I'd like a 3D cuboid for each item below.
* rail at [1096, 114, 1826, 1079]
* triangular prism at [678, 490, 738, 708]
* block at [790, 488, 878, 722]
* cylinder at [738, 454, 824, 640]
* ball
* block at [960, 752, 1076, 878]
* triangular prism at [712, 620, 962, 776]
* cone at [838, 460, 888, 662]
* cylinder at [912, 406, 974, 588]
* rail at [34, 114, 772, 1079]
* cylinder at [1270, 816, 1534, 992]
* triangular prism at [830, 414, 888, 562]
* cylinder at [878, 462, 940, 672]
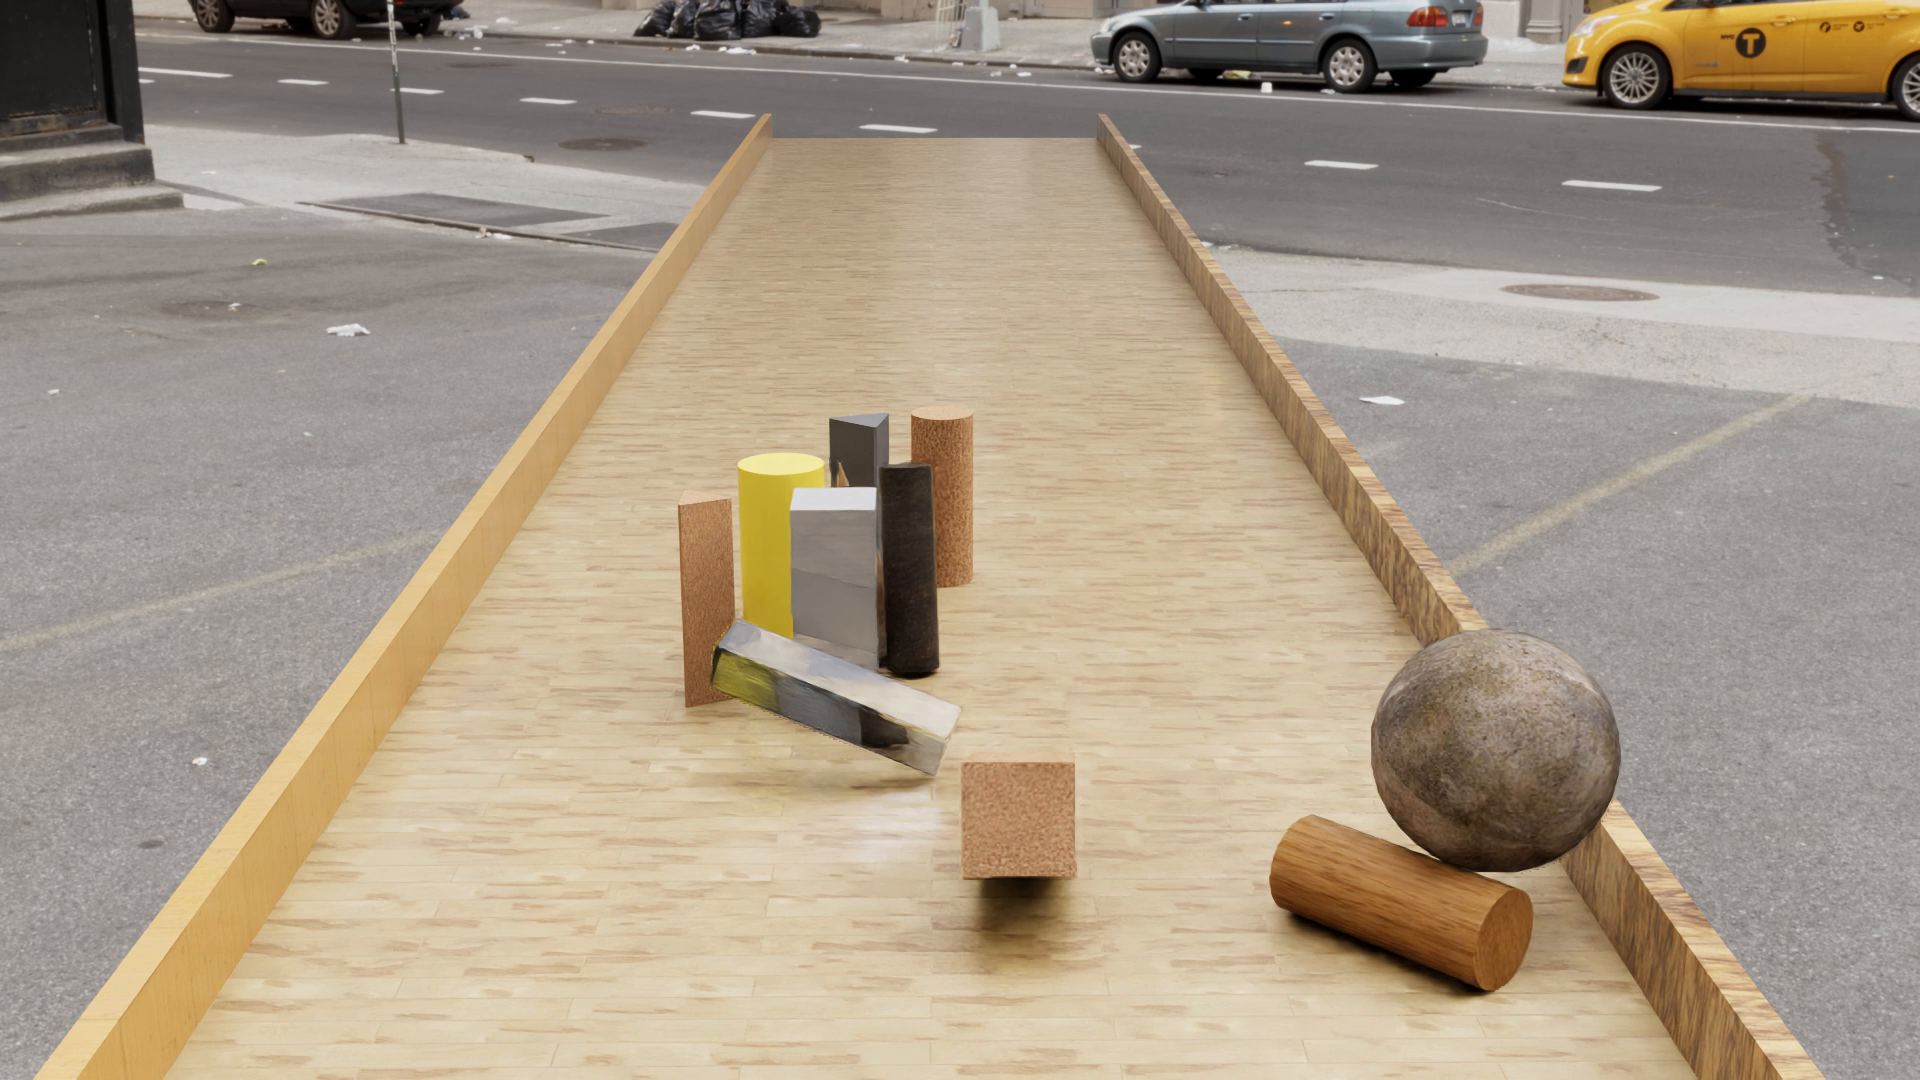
[{"bbox_3d":[0.932,-0.844,7.801,0.050,0.150,12.000,0,17,-1],"label":"rail"},{"bbox_3d":[-0.494,0.107,4.167,0.106,0.398,0.092,-9,19,-28],"label":"triangular prism"},{"bbox_3d":[-0.232,0.120,4.103,0.154,0.410,0.154,0,17,-1],"label":"block"},{"bbox_3d":[-0.351,0.044,4.371,0.169,0.404,0.169,0,17,0],"label":"cylinder"},{"bbox_3d":[0.778,0.306,3.206,0.355,0.355,0.355,0,17,0],"label":"ball"},{"bbox_3d":[0.094,0.409,3.323,0.161,0.161,0.423,-1,-4,3],"label":"block"},{"bbox_3d":[-0.211,0.257,3.822,0.425,0.128,0.110,21,55,4],"label":"triangular prism"},{"bbox_3d":[-0.208,0.028,4.386,0.178,0.401,0.178,-8,21,3],"label":"cone"},{"bbox_3d":[-0.039,-0.097,4.884,0.137,0.381,0.137,0,17,0],"label":"cylinder"},{"bbox_3d":[-1.118,-0.838,7.780,0.050,0.150,12.000,0,17,-1],"label":"rail"},{"bbox_3d":[0.639,0.524,3.202,0.150,0.150,0.355,-15,22,-42],"label":"cylinder"},{"bbox_3d":[-0.188,-0.052,4.659,0.129,0.424,0.112,13,21,38],"label":"triangular prism"},{"bbox_3d":[-0.099,0.053,4.322,0.104,0.402,0.104,-2,8,0],"label":"cylinder"}]
